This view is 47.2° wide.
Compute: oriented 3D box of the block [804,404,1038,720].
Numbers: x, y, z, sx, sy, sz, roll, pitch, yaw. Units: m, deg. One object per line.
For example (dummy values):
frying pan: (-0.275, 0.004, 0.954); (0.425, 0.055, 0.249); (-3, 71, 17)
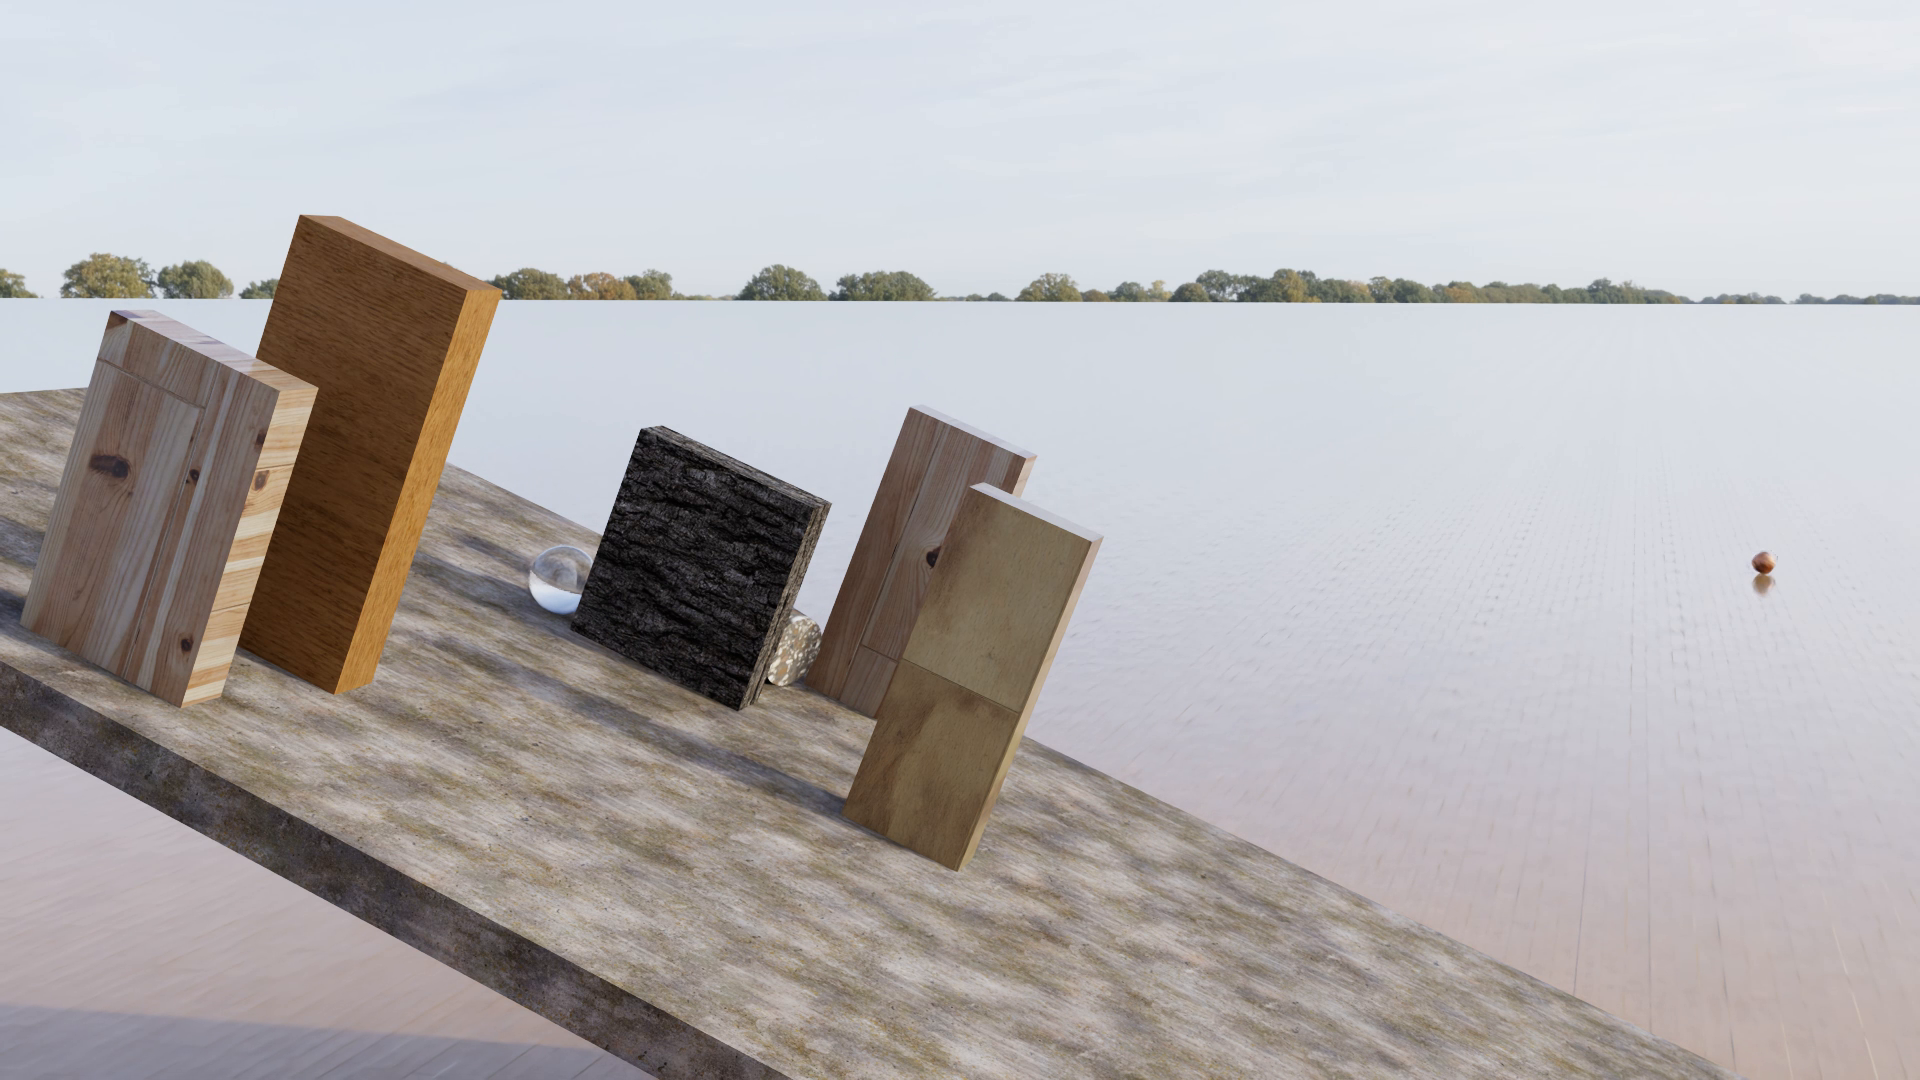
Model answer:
block: (-0.089, 0.067, 4.792); (0.280, 0.664, 0.091); (24, 13, 13)

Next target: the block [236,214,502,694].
block: (-1.090, -0.149, 3.845); (0.343, 0.756, 0.119); (24, 13, 13)

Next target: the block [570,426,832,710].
block: (-0.541, 0.056, 4.570); (0.409, 0.459, 0.104); (24, 13, 13)

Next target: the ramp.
ramp: (-0.308, 0.546, 4.195); (4.000, 0.100, 2.000); (24, 13, 13)

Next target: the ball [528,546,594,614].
ball: (-0.842, 0.085, 4.672); (0.147, 0.147, 0.147); (0, 7, 0)

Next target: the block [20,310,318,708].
block: (-1.291, -0.053, 3.579); (0.331, 0.556, 0.105); (24, 13, 13)

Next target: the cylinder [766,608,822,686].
cylinder: (-0.417, 0.210, 4.813); (0.162, 0.162, 0.162); (31, 24, 35)

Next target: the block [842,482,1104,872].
block: (0.020, 0.258, 4.133); (0.252, 0.685, 0.093); (24, 13, 13)

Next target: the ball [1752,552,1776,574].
ball: (4.994, 0.141, 13.661); (0.138, 0.138, 0.138); (0, 7, 0)
